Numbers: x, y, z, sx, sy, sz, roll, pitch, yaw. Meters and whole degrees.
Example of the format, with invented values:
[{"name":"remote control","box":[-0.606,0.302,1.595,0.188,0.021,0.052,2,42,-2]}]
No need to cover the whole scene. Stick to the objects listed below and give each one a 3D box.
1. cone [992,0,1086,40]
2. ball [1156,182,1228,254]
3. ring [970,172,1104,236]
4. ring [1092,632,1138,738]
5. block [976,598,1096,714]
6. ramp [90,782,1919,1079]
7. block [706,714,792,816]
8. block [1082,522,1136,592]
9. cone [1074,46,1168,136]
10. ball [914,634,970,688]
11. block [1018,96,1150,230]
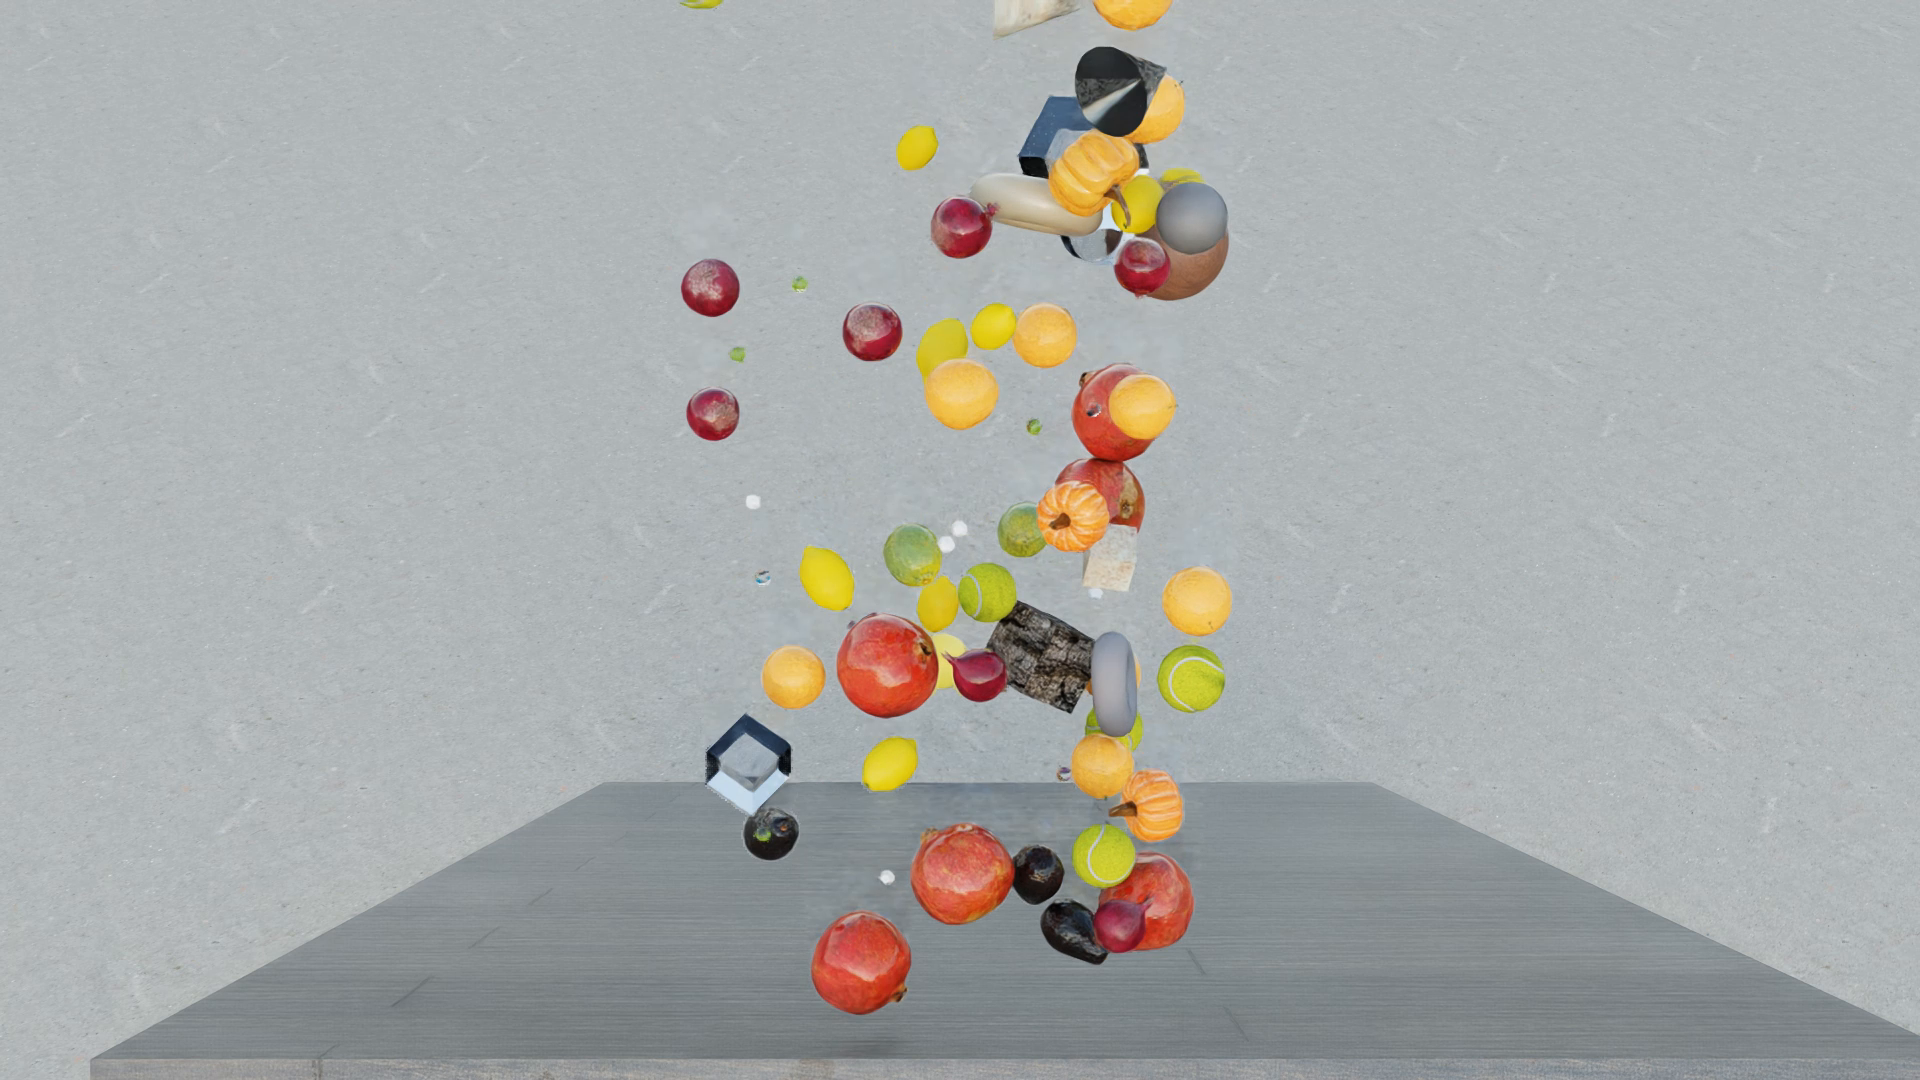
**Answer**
[{"name":"cone","box":[0.078,-0.507,2.441,0.083,0.083,0.083,8,34,3]},{"name":"ball","box":[0.225,-0.313,2.519,0.070,0.070,0.070,0,33,0]},{"name":"ring","box":[0.077,-0.335,2.592,0.136,0.045,0.136,11,3,-1]},{"name":"ring","box":[0.174,0.163,2.928,0.040,0.120,0.120,-4,32,11]},{"name":"block","box":[0.095,0.136,3.041,0.089,0.089,0.089,25,4,-42]},{"name":"ramp","box":[0.073,0.642,4.759,2.000,0.100,4.000,0,-1,0]},{"name":"block","box":[-0.227,0.241,2.791,0.064,0.064,0.064,33,56,19]},{"name":"block","box":[0.168,0.018,2.928,0.052,0.052,0.052,8,50,-4]},{"name":"cone","box":[0.159,-0.407,2.293,0.081,0.081,0.081,26,39,34]},{"name":"ball","box":[-0.022,0.148,3.170,0.067,0.067,0.067,0,33,0]},{"name":"block","box":[0.128,-0.387,2.661,0.092,0.092,0.092,9,53,25]}]
